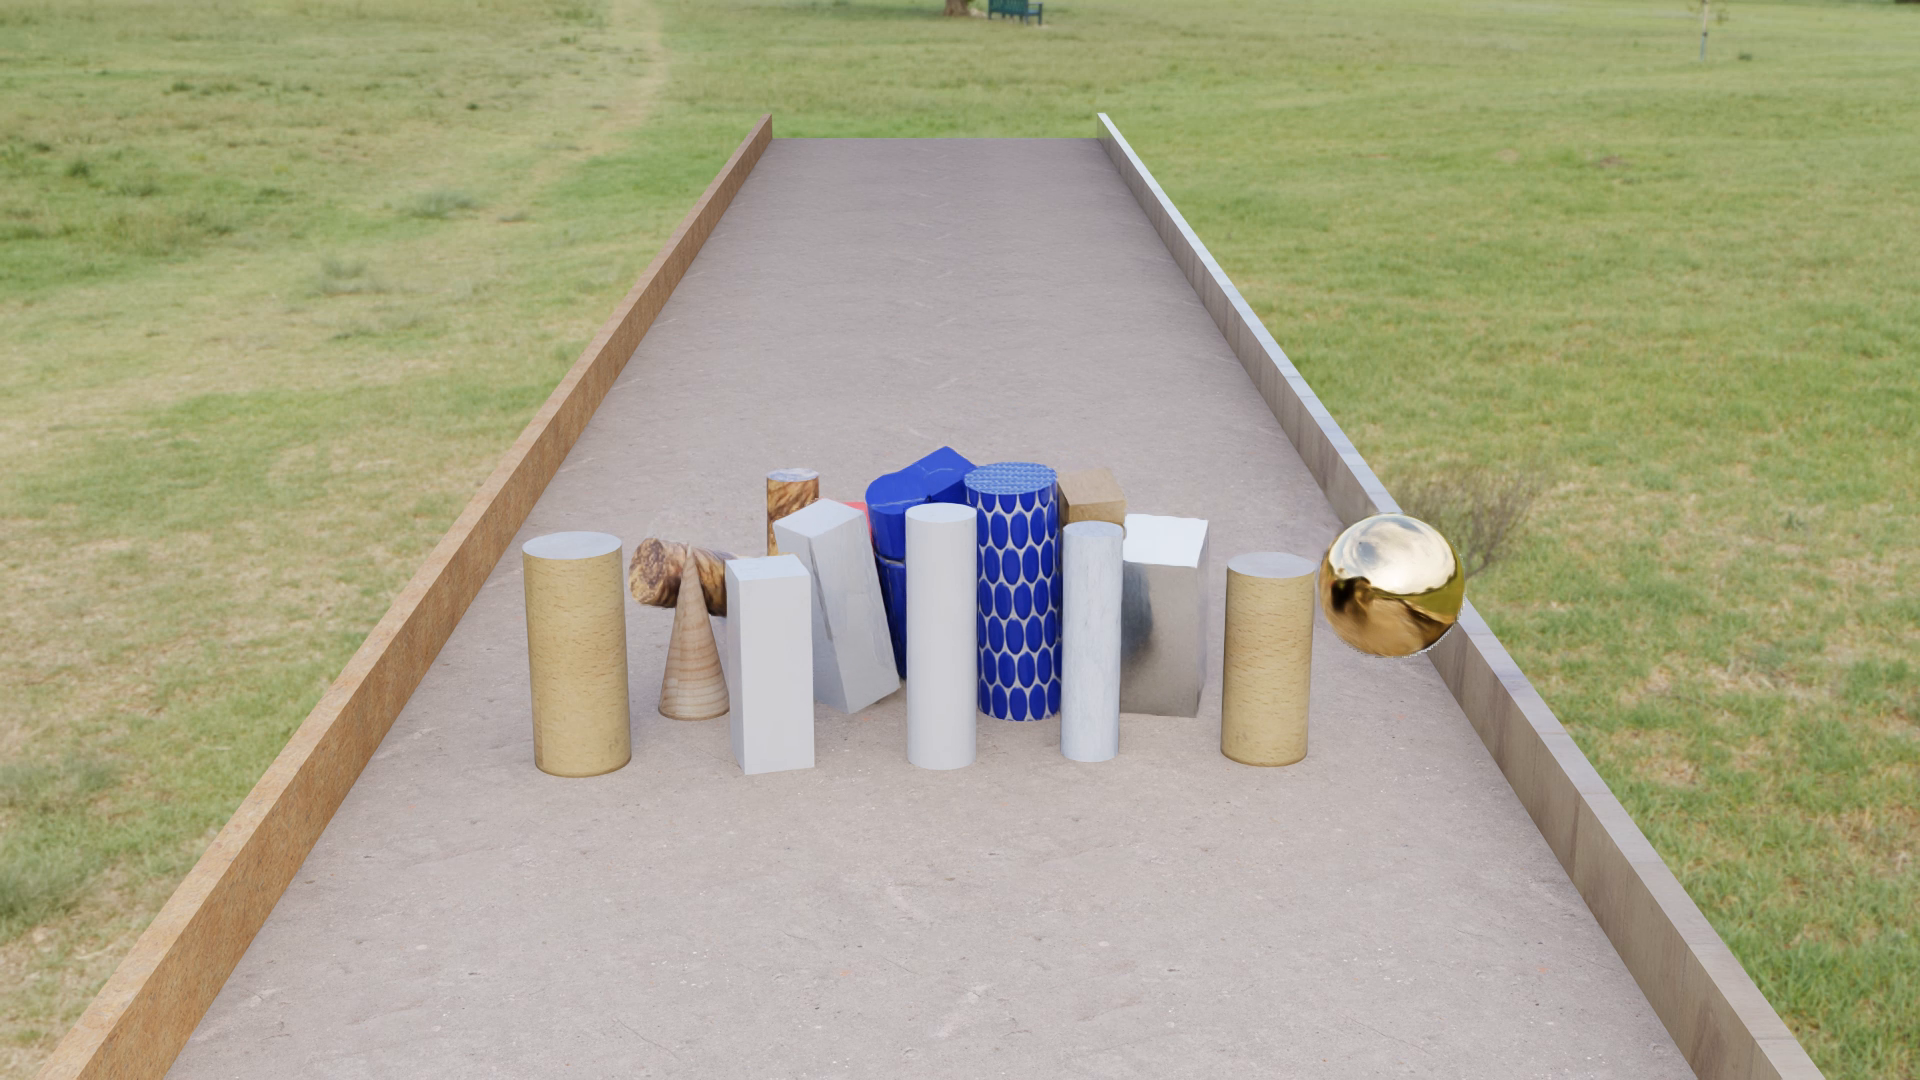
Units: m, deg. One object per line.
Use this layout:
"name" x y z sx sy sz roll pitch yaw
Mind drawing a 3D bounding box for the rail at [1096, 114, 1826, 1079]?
"rail" 0.932 -0.844 7.801 0.050 0.150 12.000 0 17 -1

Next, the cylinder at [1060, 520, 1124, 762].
"cylinder" 0.233 0.180 3.893 0.105 0.415 0.105 0 17 0

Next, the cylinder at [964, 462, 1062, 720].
"cylinder" 0.104 0.096 4.085 0.171 0.451 0.171 -3 22 1

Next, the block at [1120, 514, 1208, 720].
"block" 0.374 0.143 4.080 0.152 0.348 0.152 5 35 13

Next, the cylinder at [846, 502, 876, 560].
"cylinder" -0.118 0.075 4.357 0.153 0.153 0.374 16 -15 43

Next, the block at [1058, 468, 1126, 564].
"block" 0.230 0.080 4.173 0.109 0.432 0.109 -5 35 -12

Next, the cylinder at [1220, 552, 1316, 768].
"cylinder" 0.546 0.211 3.903 0.155 0.350 0.155 0 17 0

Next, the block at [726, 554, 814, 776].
"block" -0.334 0.218 3.868 0.125 0.356 0.125 -5 17 -16

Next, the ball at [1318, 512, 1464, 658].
"ball" 0.802 0.084 4.094 0.269 0.269 0.269 0 17 0

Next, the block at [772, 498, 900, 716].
"block" -0.229 0.125 4.121 0.124 0.372 0.124 -27 29 -32

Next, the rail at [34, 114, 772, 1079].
"rail" -1.118 -0.838 7.780 0.050 0.150 12.000 0 17 -1

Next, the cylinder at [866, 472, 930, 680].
"cylinder" -0.096 0.077 4.177 0.115 0.449 0.115 -4 43 3

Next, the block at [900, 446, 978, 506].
"block" 0.001 0.045 4.245 0.113 0.450 0.113 -30 40 -21

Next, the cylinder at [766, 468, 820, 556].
"cylinder" -0.330 0.053 4.383 0.104 0.379 0.104 0 17 0

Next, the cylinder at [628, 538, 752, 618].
"cylinder" -0.459 0.093 4.449 0.418 0.131 0.131 12 5 -40

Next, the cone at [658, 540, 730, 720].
"cone" -0.502 0.157 4.113 0.139 0.335 0.139 0 17 0

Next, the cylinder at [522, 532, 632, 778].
"cylinder" -0.670 0.200 3.857 0.170 0.398 0.170 0 17 0

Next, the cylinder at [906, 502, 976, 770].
"cylinder" -0.032 0.170 3.861 0.124 0.453 0.124 0 17 0
